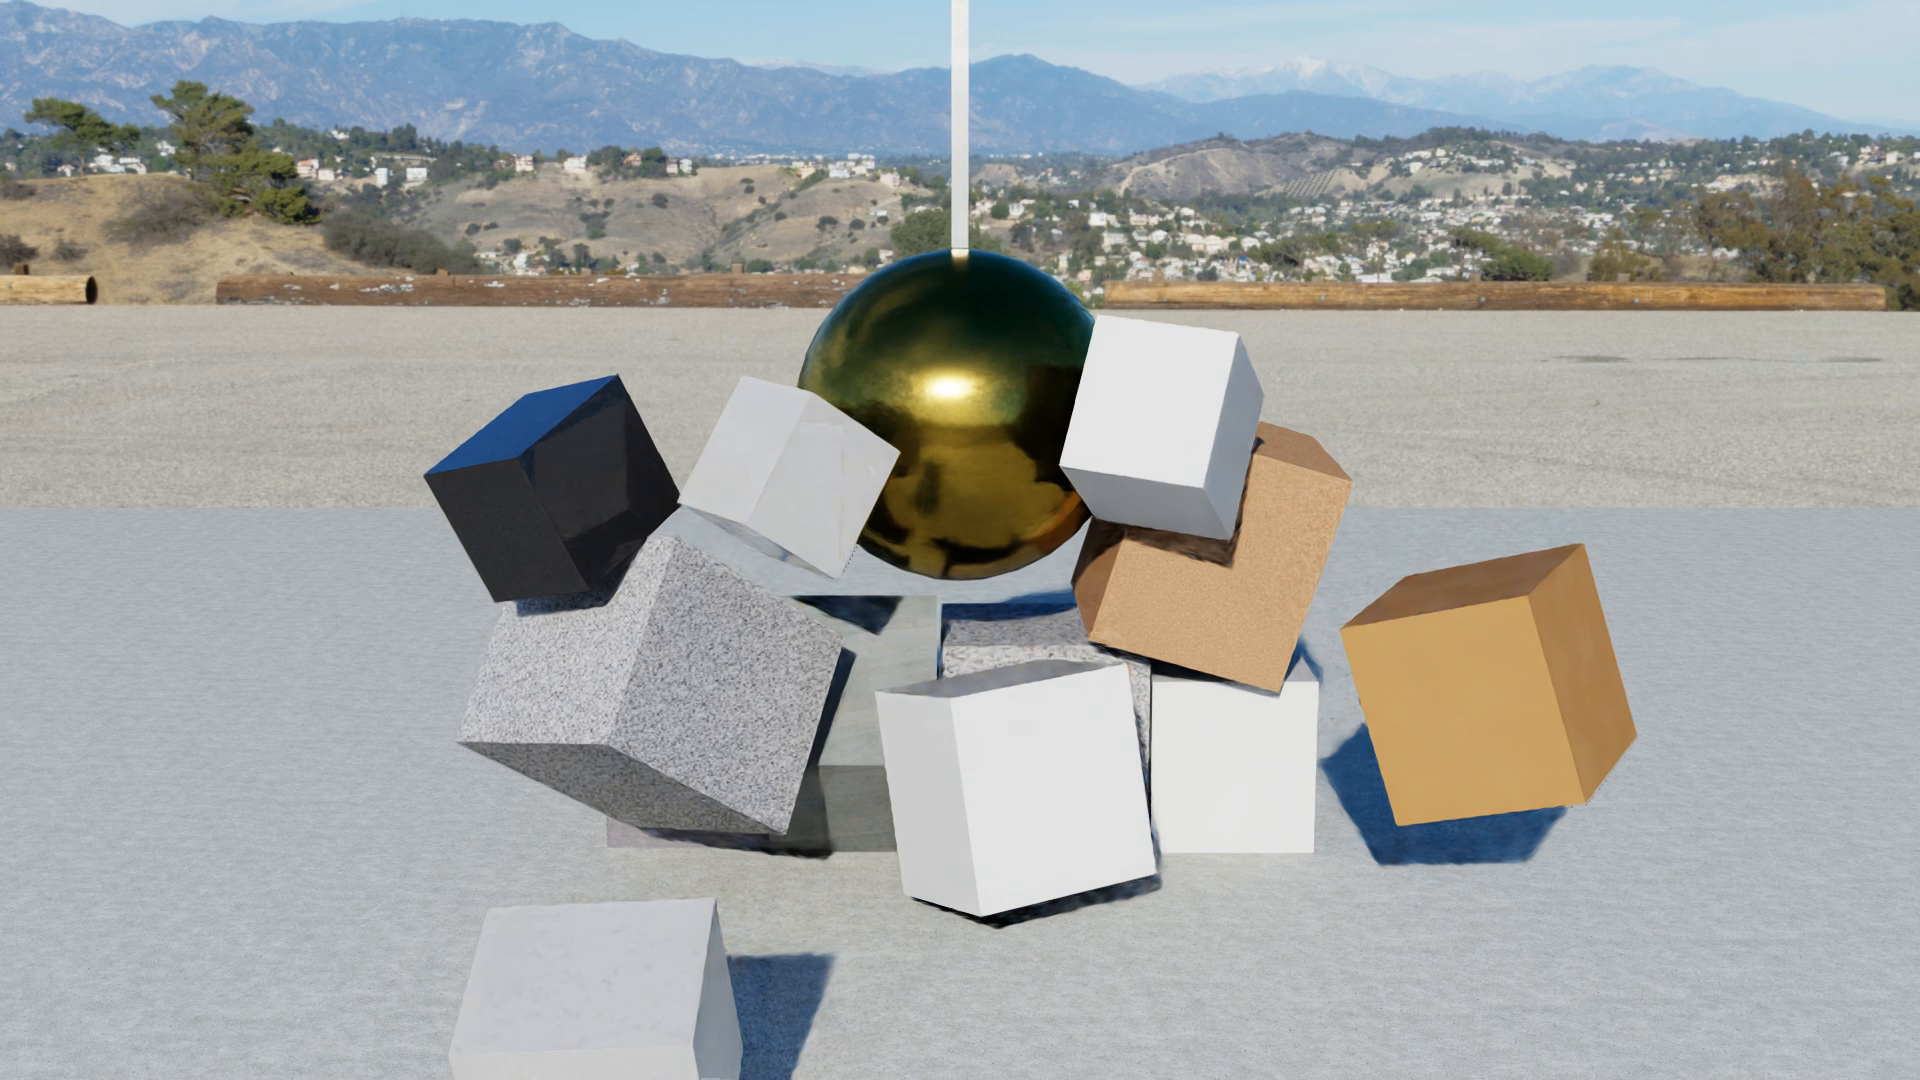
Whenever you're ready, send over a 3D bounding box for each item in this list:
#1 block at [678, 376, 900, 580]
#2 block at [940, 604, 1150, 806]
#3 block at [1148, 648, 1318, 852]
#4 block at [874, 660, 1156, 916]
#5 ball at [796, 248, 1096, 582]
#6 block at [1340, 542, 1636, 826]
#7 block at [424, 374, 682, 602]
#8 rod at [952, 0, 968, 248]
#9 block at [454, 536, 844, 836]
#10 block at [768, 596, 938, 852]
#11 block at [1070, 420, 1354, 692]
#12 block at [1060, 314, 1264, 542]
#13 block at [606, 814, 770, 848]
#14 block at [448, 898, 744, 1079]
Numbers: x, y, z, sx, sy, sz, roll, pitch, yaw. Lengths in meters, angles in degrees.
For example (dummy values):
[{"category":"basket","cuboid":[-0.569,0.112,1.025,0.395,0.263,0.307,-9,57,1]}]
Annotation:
[{"category":"block","cuboid":[-0.746,-0.276,9.594,0.565,0.630,0.537,33,-11,-40]},{"category":"block","cuboid":[0.420,0.950,11.383,1.034,1.058,1.008,0,10,0]},{"category":"block","cuboid":[1.357,1.048,11.357,0.816,0.876,0.928,0,10,0]},{"category":"block","cuboid":[0.241,1.086,9.904,0.878,0.943,0.799,-9,3,-26]},{"category":"ball","cuboid":[0.000,-0.602,10.624,1.600,1.600,1.600,0,10,0]},{"category":"block","cuboid":[2.269,0.613,9.404,0.830,0.887,0.821,-13,8,34]},{"category":"block","cuboid":[-1.768,-0.223,9.632,0.604,0.658,0.722,-8,28,37]},{"category":"rod","cuboid":[0.000,-3.983,10.263,0.080,5.200,0.080,0,6,0]},{"category":"block","cuboid":[-1.405,0.680,10.052,1.082,0.968,1.105,-4,-28,42]},{"category":"block","cuboid":[-0.528,0.914,10.862,0.827,0.931,0.930,0,-34,0]},{"category":"block","cuboid":[1.221,-0.026,10.951,0.969,1.096,0.983,16,14,-7]},{"category":"block","cuboid":[0.916,-0.494,9.828,0.643,0.715,0.744,10,-15,19]},{"category":"block","cuboid":[-1.359,1.055,11.374,0.822,0.855,0.813,0,10,0]},{"category":"block","cuboid":[-1.193,1.714,7.384,0.778,0.734,0.654,-3,35,3]}]
